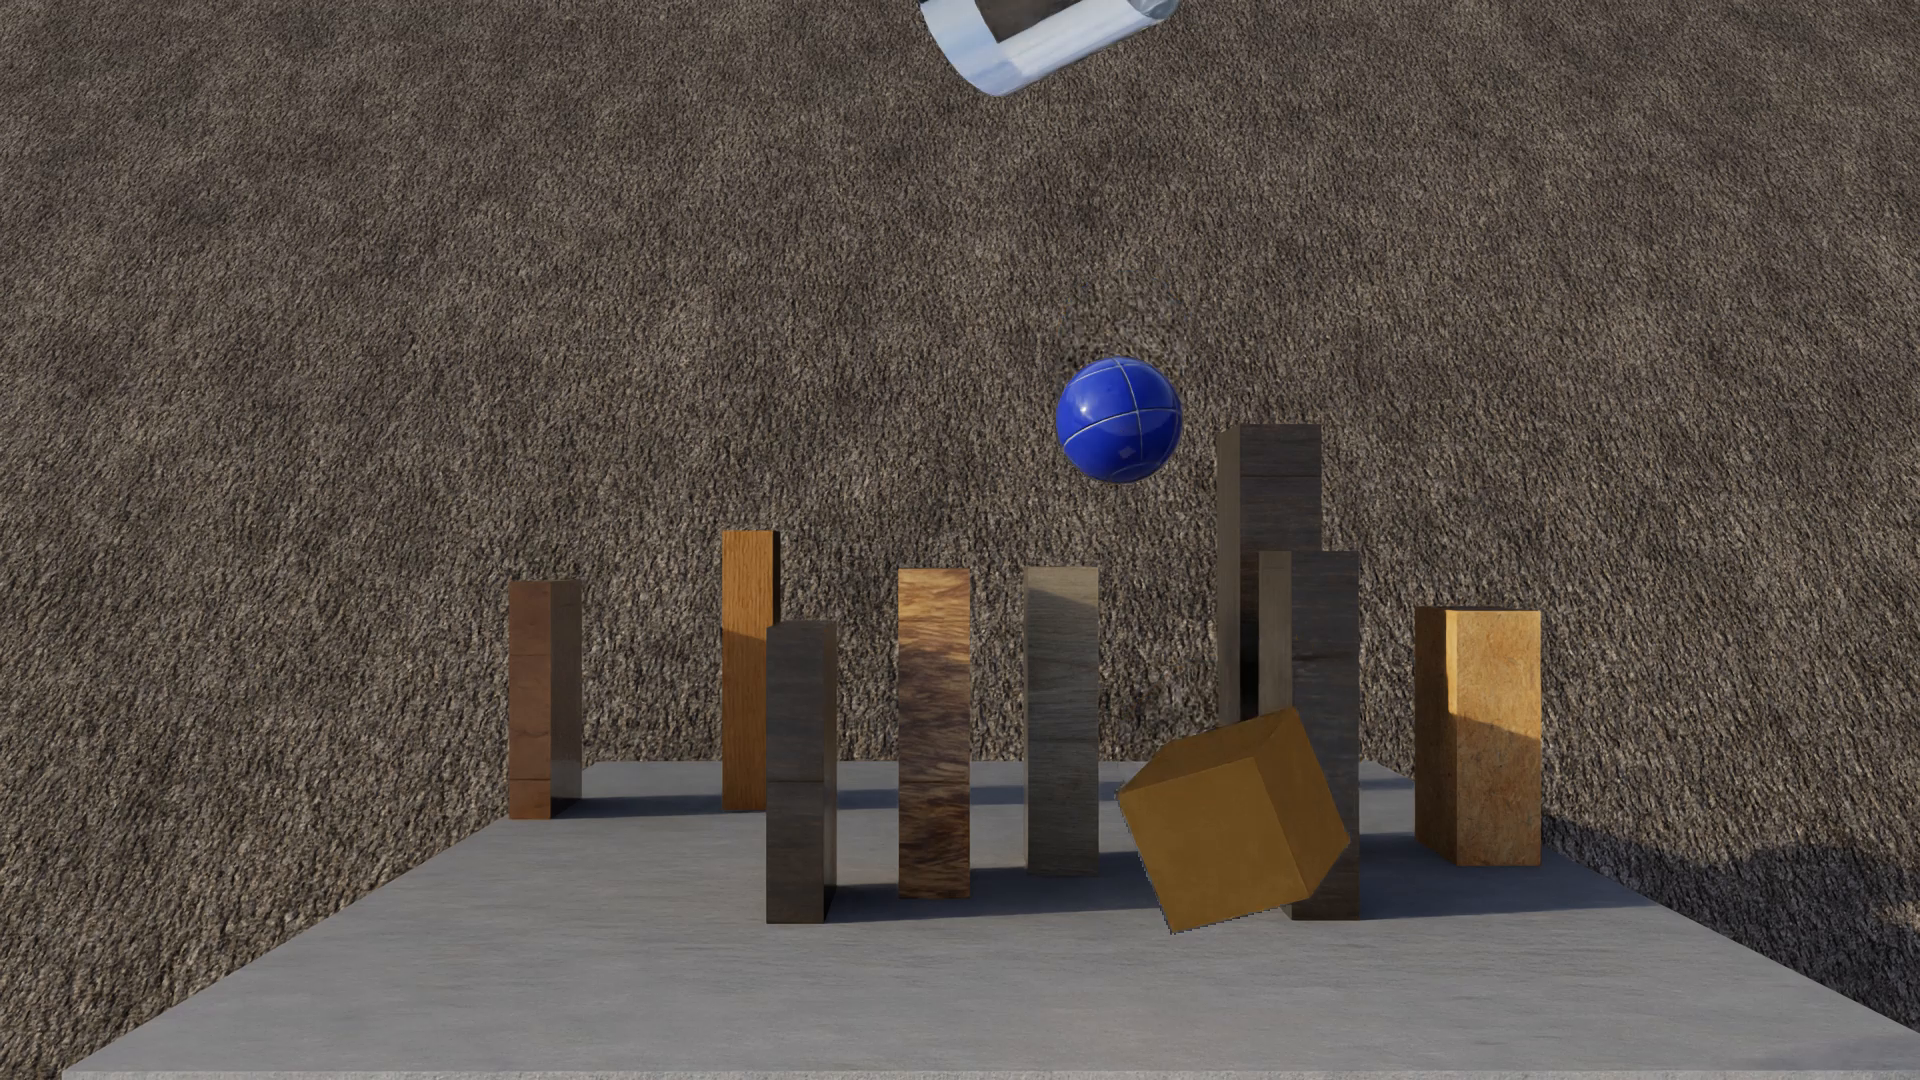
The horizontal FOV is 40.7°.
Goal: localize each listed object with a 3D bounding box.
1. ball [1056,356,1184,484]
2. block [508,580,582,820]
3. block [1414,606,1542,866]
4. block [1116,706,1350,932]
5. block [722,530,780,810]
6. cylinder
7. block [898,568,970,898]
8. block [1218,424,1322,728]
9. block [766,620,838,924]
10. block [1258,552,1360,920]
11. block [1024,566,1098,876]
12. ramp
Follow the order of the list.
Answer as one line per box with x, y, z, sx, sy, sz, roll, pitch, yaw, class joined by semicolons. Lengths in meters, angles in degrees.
0.167;-0.126;2.720;0.134;0.134;0.134;0;31;0;ball
-0.868;0.325;5.438;0.084;0.479;0.433;0;0;0;block
0.924;0.341;4.645;0.144;0.437;0.409;0;0;0;block
0.267;0.270;2.514;0.146;0.146;0.146;-19;7;27;block
-0.444;0.273;5.534;0.105;0.584;0.240;0;0;0;block
0.087;-0.577;2.611;0.196;0.196;0.196;-20;19;32;cylinder
-0.040;0.302;4.195;0.110;0.512;0.351;0;0;0;block
0.553;0.180;4.656;0.140;0.759;0.394;0;0;0;block
-0.239;0.342;3.953;0.083;0.429;0.410;0;0;0;block
0.533;0.287;3.984;0.099;0.539;0.408;0;0;0;block
0.172;0.302;4.453;0.117;0.513;0.295;0;0;0;block
0.069;0.610;4.681;2.000;0.100;4.000;0;0;0;ramp
